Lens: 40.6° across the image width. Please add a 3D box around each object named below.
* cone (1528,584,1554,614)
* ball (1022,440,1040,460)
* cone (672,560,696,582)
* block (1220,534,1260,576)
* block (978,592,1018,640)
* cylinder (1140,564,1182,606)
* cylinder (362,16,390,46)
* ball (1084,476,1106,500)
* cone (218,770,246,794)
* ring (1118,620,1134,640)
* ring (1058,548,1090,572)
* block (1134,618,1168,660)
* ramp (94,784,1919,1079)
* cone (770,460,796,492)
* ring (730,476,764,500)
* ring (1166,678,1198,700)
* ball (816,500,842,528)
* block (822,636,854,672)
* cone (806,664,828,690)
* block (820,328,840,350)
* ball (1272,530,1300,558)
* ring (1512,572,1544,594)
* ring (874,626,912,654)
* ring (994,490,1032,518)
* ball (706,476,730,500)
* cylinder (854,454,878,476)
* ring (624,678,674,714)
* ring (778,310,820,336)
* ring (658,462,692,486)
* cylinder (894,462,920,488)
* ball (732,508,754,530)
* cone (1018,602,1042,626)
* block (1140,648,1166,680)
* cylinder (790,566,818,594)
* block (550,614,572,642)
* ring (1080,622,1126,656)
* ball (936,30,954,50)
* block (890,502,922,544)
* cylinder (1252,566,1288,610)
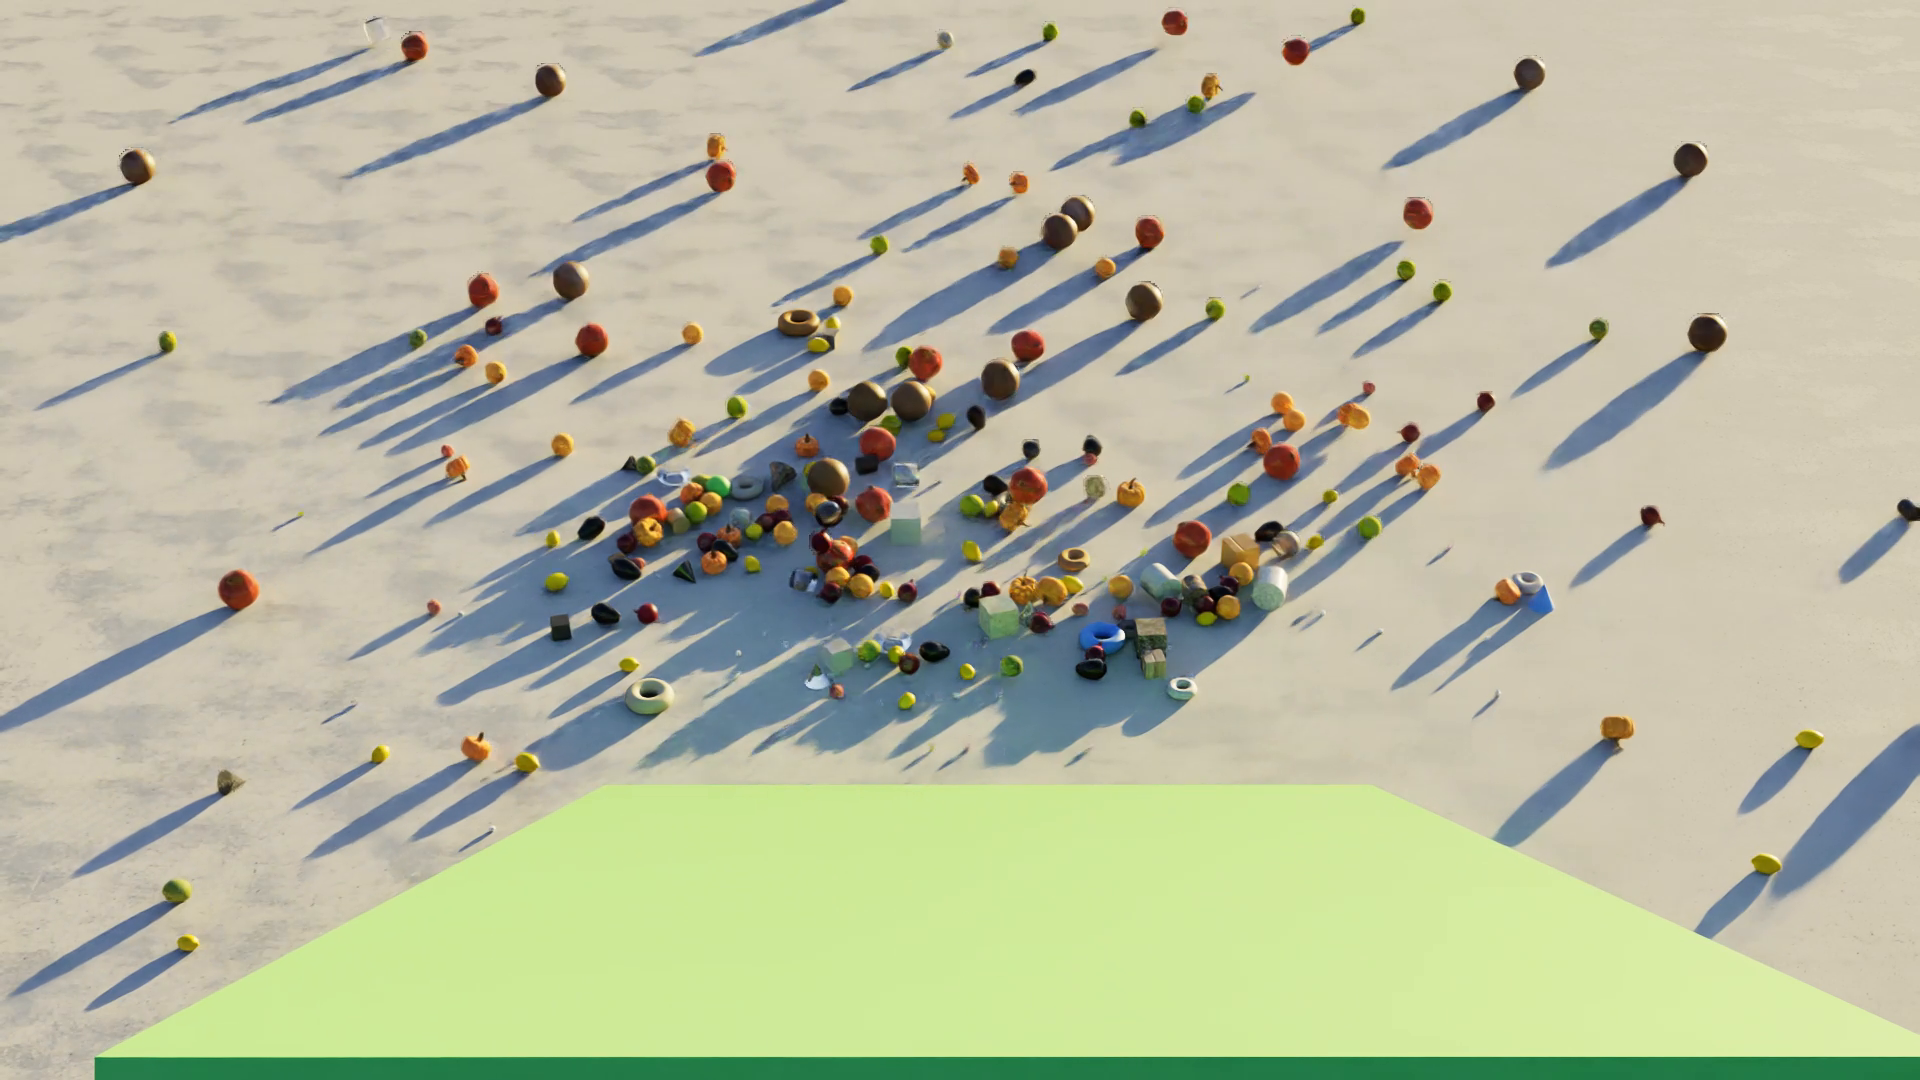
[{"bbox_3d":[1.702,0.160,7.577,0.077,0.077,0.077,0,33,0],"label":"cone"},{"bbox_3d":[0.228,-0.288,8.270,0.060,0.060,0.060,0,33,0],"label":"ball"},{"bbox_3d":[-0.805,0.106,7.701,0.066,0.066,0.066,45,48,13],"label":"cone"},{"bbox_3d":[0.837,0.042,7.750,0.082,0.082,0.082,-14,36,-20],"label":"block"},{"bbox_3d":[0.111,0.220,7.477,0.088,0.088,0.088,-12,35,-18],"label":"block"},{"bbox_3d":[0.588,0.130,7.610,0.090,0.090,0.090,-16,37,-23],"label":"cylinder"},{"bbox_3d":[-2.483,-2.166,11.042,0.092,0.092,0.092,-19,7,3],"label":"cylinder"},{"bbox_3d":[0.422,-0.162,8.071,0.070,0.070,0.070,0,33,0],"label":"ball"},{"bbox_3d":[-1.924,0.642,6.890,0.067,0.067,0.067,28,16,36],"label":"cone"},{"bbox_3d":[0.489,0.258,7.476,0.078,0.026,0.078,0,35,0],"label":"ring"},{"bbox_3d":[0.342,0.058,7.771,0.098,0.033,0.098,-1,34,1],"label":"ring"},{"bbox_3d":[0.542,0.280,7.390,0.082,0.082,0.082,-2,34,-3],"label":"block"},{"bbox_3d":[0.074,0.646,4.772,2.000,0.100,4.000,0,-1,0],"label":"ramp"},{"bbox_3d":[-0.571,-0.184,8.129,0.092,0.092,0.092,14,62,20],"label":"cone"},{"bbox_3d":[-0.669,-0.162,8.100,0.112,0.037,0.112,0,35,0],"label":"ring"},{"bbox_3d":[0.618,0.415,7.235,0.086,0.029,0.086,-1,32,0],"label":"ring"},{"bbox_3d":[-0.401,-0.079,7.932,0.083,0.083,0.083,0,33,0],"label":"ball"},{"bbox_3d":[-0.346,0.325,7.339,0.065,0.065,0.065,-16,37,-23],"label":"block"},{"bbox_3d":[-0.401,0.372,7.266,0.067,0.067,0.067,0,33,0],"label":"cone"},{"bbox_3d":[-0.442,-0.690,8.886,0.051,0.051,0.051,12,35,17],"label":"block"},{"bbox_3d":[0.981,0.013,7.795,0.081,0.081,0.081,0,33,0],"label":"ball"},{"bbox_3d":[1.677,0.126,7.670,0.094,0.031,0.094,1,34,-1],"label":"ring"},{"bbox_3d":[-0.192,0.287,7.422,0.111,0.037,0.111,-1,33,1],"label":"ring"},{"bbox_3d":[0.164,-0.110,8.018,0.123,0.041,0.123,1,34,-1],"label":"ring"},{"bbox_3d":[-0.752,-0.163,8.065,0.077,0.077,0.077,0,33,0],"label":"ball"},{"bbox_3d":[-0.295,-0.237,8.196,0.057,0.057,0.057,-14,36,-20],"label":"cylinder"},{"bbox_3d":[-0.861,0.433,7.193,0.136,0.045,0.136,1,34,-1],"label":"ring"},{"bbox_3d":[-0.558,-0.752,8.983,0.146,0.049,0.146,1,34,0],"label":"ring"},{"bbox_3d":[-0.899,-0.207,8.170,0.108,0.036,0.108,-1,33,1],"label":"ring"},{"bbox_3d":[-0.167,-0.204,8.128,0.076,0.076,0.076,-3,34,-5],"label":"cylinder"},{"bbox_3d":[-0.665,-0.062,7.922,0.067,0.067,0.067,0,33,0],"label":"ball"},{"bbox_3d":[0.203,0.203,7.518,0.071,0.071,0.071,0,33,0],"label":"cone"},{"bbox_3d":[0.545,0.349,7.308,0.057,0.057,0.057,-6,34,-9],"label":"block"},{"bbox_3d":[-0.462,0.119,7.653,0.060,0.060,0.060,32,43,16],"label":"cylinder"},{"bbox_3d":[-1.149,0.252,7.460,0.052,0.052,0.052,-8,34,-12],"label":"block"},{"bbox_3d":[0.407,0.282,7.422,0.134,0.045,0.134,0,32,0],"label":"ring"},{"bbox_3d":[-0.063,-2.127,11.037,0.076,0.076,0.076,0,33,0],"label":"ball"},{"bbox_3d":[-0.165,-0.050,7.881,0.092,0.092,0.092,-1,33,-2],"label":"block"},{"bbox_3d":[0.907,0.140,7.592,0.094,0.094,0.094,7,34,10],"label":"cylinder"}]
